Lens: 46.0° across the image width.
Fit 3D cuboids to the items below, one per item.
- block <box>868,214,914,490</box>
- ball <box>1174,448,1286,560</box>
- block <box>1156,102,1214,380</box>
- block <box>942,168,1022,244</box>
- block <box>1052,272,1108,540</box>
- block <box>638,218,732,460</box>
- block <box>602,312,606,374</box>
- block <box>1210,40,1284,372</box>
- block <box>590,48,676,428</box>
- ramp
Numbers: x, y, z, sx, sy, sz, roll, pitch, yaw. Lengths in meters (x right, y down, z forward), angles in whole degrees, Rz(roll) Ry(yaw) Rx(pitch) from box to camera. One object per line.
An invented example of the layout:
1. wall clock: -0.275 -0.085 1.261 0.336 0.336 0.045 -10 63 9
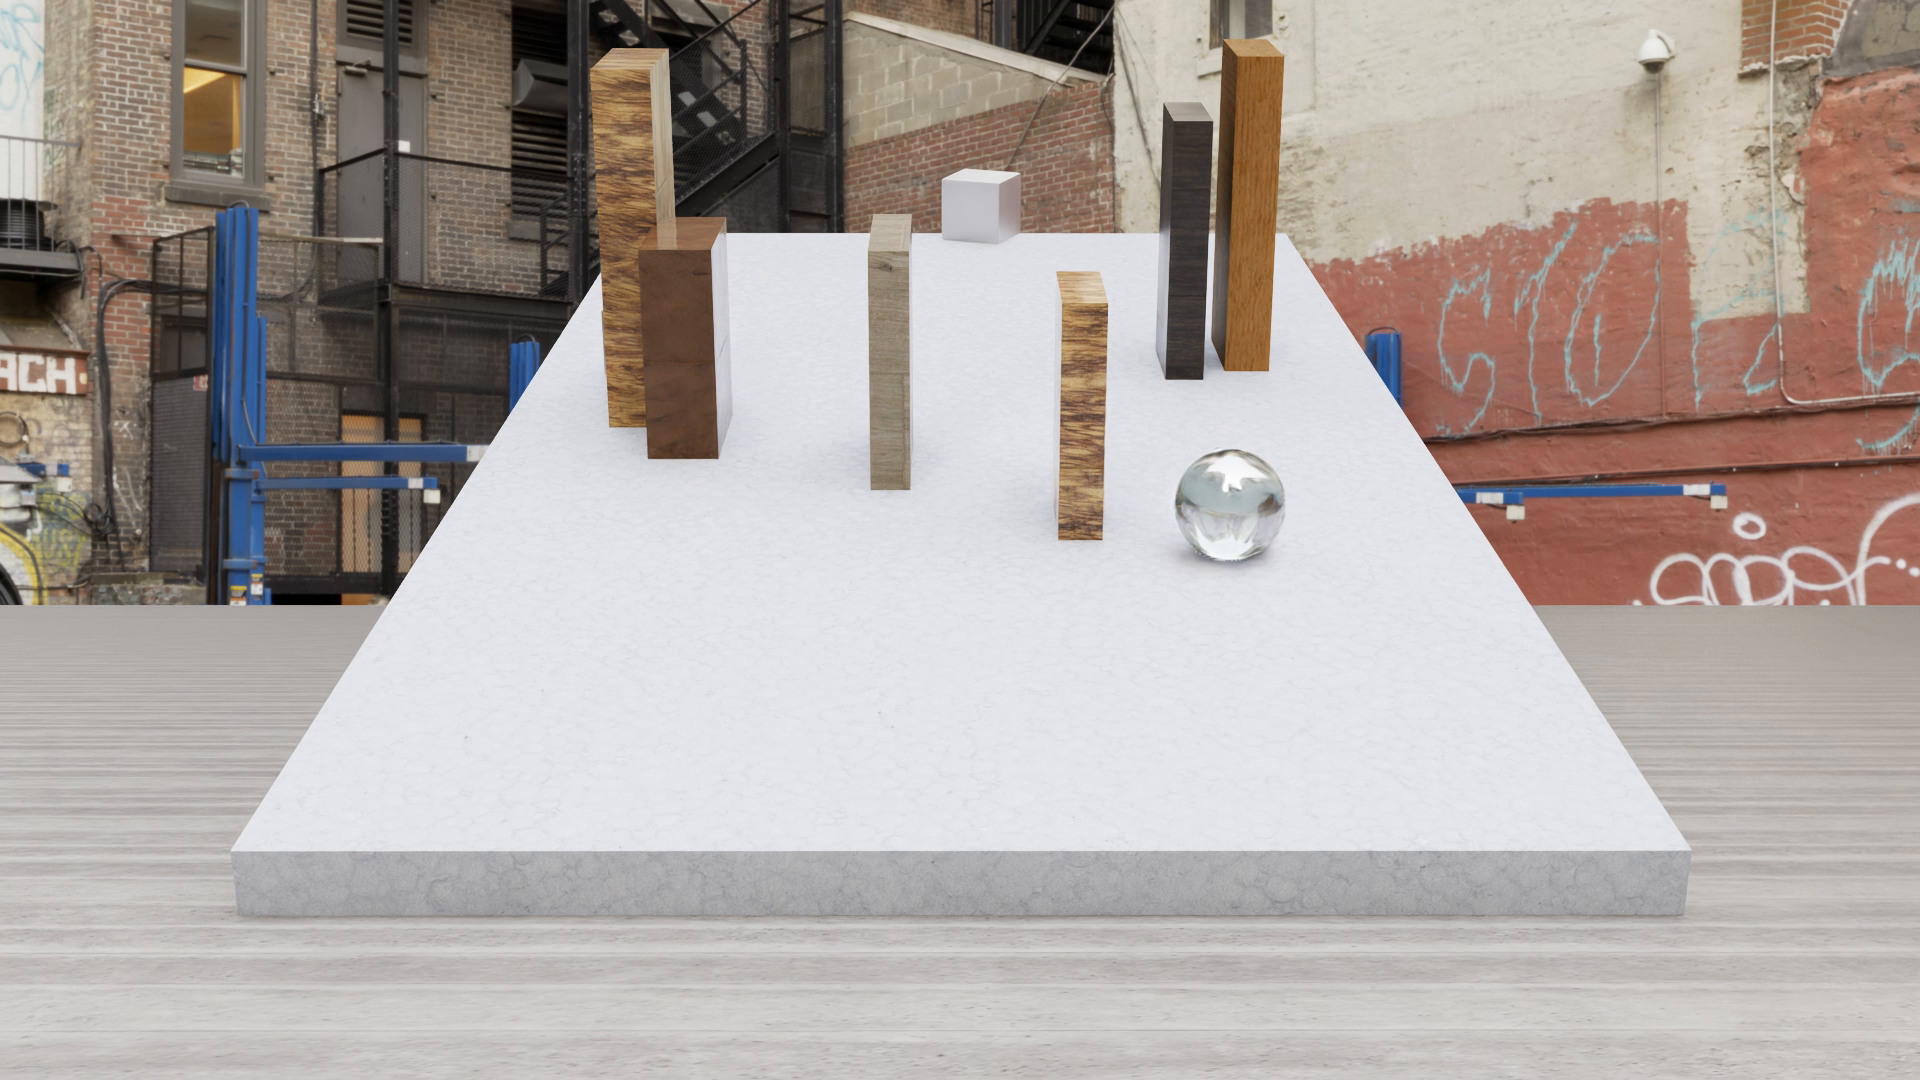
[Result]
1. block: -0.140 -0.390 4.640 0.080 0.489 0.352 0 20 0
2. ball: 0.496 -0.065 4.158 0.206 0.206 0.206 0 -1 0
3. block: 0.528 -0.708 5.352 0.090 0.607 0.271 0 20 0
4. block: 0.065 -1.001 6.792 0.182 0.182 0.182 8 21 21
5. block: 0.227 -0.259 4.320 0.084 0.459 0.255 0 20 0
6. block: -0.581 -0.435 4.825 0.148 0.446 0.326 0 20 0
7. block: -0.735 -0.467 5.345 0.153 0.153 0.153 18 27 41
8. block: 0.684 -0.803 5.417 0.106 0.741 0.305 0 20 0
9. block: -0.707 -0.667 4.984 0.124 0.775 0.327 0 20 0
10. ramp: -0.005 -0.205 4.996 2.000 0.100 4.000 0 20 0
